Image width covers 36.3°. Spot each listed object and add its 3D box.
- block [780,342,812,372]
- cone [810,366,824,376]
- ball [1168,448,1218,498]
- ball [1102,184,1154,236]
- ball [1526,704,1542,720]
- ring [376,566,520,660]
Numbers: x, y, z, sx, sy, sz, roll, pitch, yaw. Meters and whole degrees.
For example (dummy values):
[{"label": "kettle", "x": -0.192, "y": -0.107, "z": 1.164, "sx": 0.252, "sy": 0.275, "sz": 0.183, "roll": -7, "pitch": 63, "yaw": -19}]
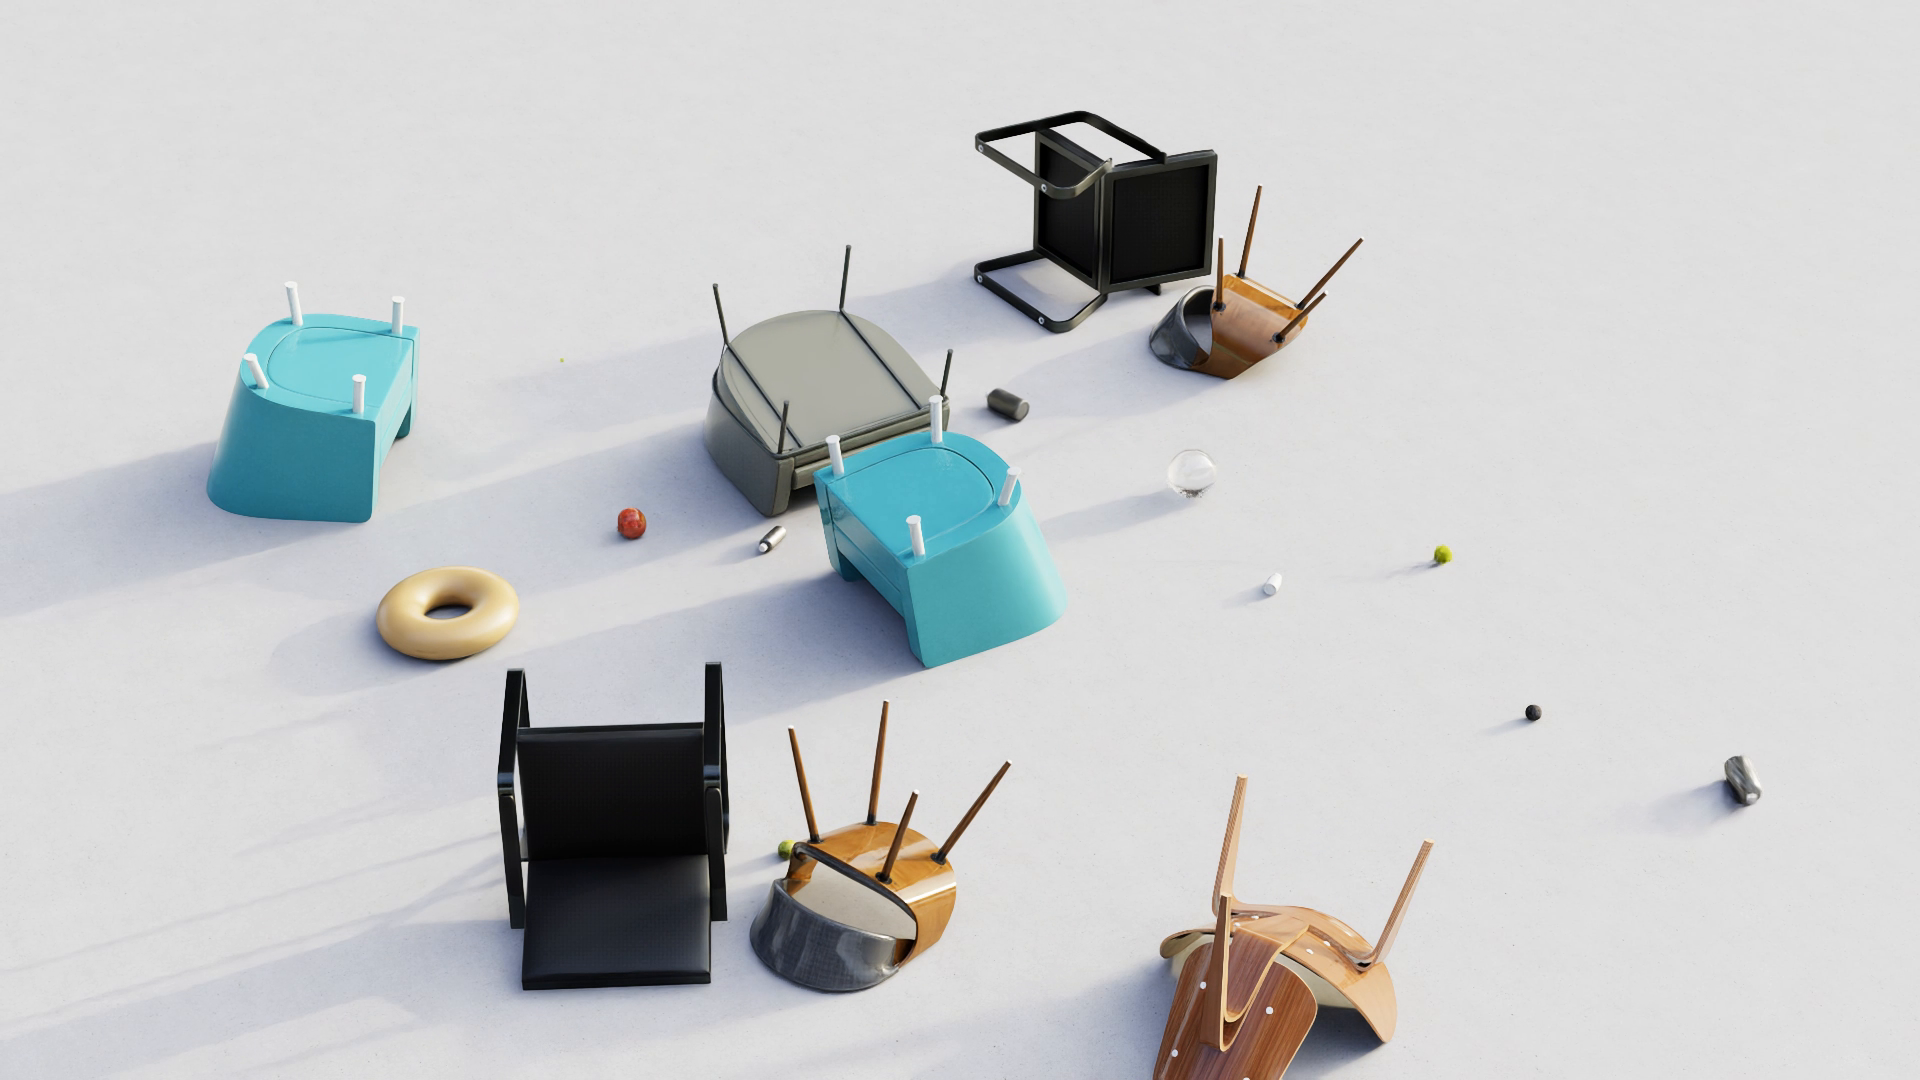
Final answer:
[{"label": "block", "x": -0.673, "y": -0.751, "z": 12.021, "sx": 0.111, "sy": 0.069, "sz": 0.094, "roll": -9, "pitch": 35, "yaw": -14}, {"label": "cone", "x": -0.600, "y": -0.694, "z": 11.977, "sx": 0.062, "sy": 0.047, "sz": 0.063, "roll": -10, "pitch": 14, "yaw": -26}, {"label": "ball", "x": 0.884, "y": -0.253, "z": 11.157, "sx": 0.188, "sy": 0.188, "sz": 0.188, "roll": 0, "pitch": 33, "yaw": 0}, {"label": "ball", "x": 0.737, "y": -1.453, "z": 12.942, "sx": 0.229, "sy": 0.229, "sz": 0.229, "roll": 0, "pitch": 33, "yaw": 0}, {"label": "ball", "x": 1.956, "y": 0.588, "z": 10.000, "sx": 0.057, "sy": 0.057, "sz": 0.057, "roll": 0, "pitch": 33, "yaw": 0}, {"label": "ring", "x": -1.824, "y": 0.256, "z": 10.445, "sx": 0.506, "sy": 0.125, "sz": 0.522, "roll": 4, "pitch": 33, "yaw": 8}]
